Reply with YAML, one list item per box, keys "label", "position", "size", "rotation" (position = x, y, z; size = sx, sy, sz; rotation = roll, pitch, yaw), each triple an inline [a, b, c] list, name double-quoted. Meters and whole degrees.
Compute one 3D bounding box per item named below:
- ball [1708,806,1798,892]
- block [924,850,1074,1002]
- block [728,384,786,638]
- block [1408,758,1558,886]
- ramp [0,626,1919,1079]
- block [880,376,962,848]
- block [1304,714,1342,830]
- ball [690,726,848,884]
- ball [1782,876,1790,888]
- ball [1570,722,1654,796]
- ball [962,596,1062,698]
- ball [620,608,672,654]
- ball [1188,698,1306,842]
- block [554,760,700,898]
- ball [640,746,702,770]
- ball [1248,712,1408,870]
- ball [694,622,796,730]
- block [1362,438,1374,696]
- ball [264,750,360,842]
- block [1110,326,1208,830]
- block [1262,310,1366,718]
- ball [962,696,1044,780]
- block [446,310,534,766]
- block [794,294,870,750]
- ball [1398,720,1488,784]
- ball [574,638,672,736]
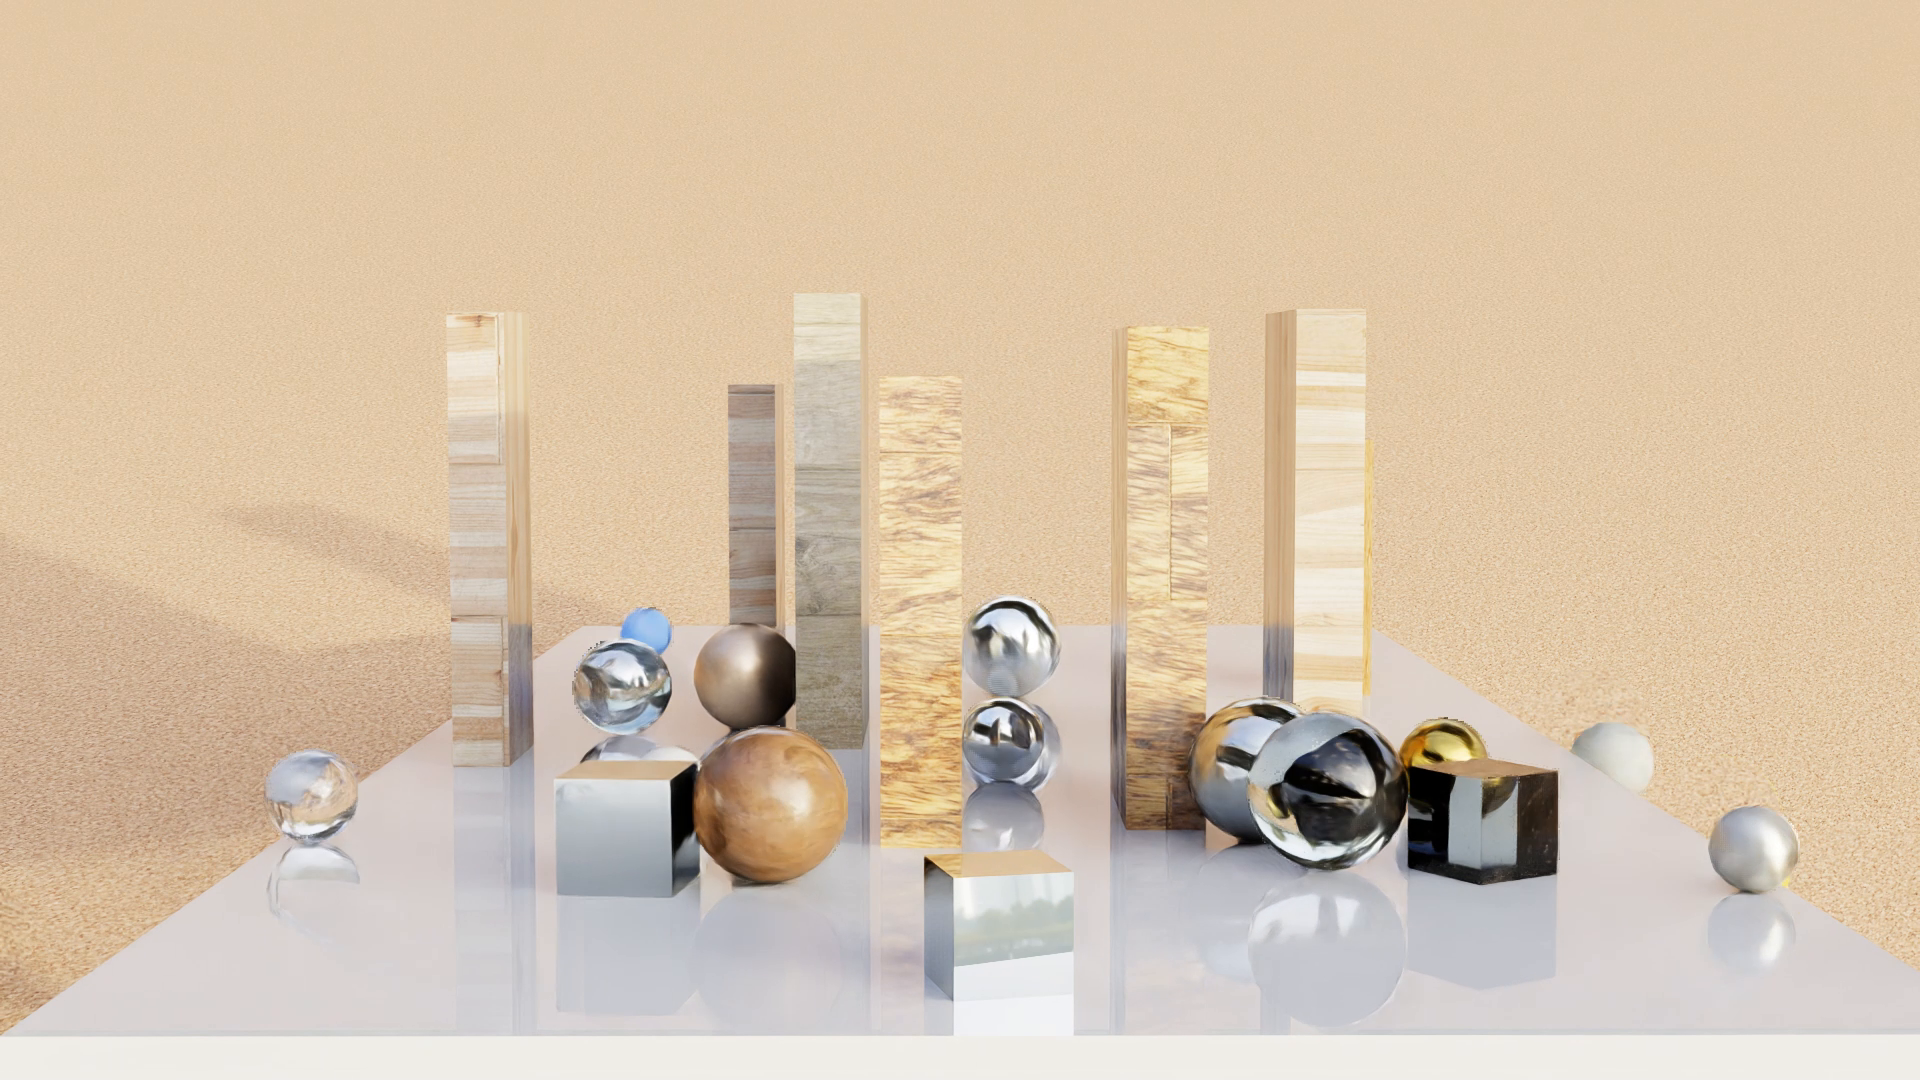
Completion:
- label: "ball"
  position: [0.999, 0.389, 3.231]
  size: [0.108, 0.108, 0.108]
  rotation: [0, 19, 0]
- label: "block"
  position: [0.040, 0.411, 2.750]
  size: [0.130, 0.130, 0.130]
  rotation: [-1, 4, -14]
- label: "block"
  position: [-0.384, 0.017, 4.875]
  size: [0.087, 0.626, 0.253]
  rotation: [0, 4, 0]
- label: "block"
  position: [0.685, 0.366, 3.360]
  size: [0.135, 0.135, 0.135]
  rotation: [-2, 5, -32]
- label: "ramp"
  position: [0.045, 0.404, 4.539]
  size: [2.000, 0.100, 4.000]
  rotation: [0, 4, 0]
- label: "block"
  position: [-0.054, 0.090, 3.663]
  size: [0.111, 0.647, 0.320]
  rotation: [0, 4, 0]
- label: "block"
  position: [0.482, 0.335, 3.735]
  size: [0.147, 0.147, 0.147]
  rotation: [1, 4, 8]
- label: "ball"
  position: [-0.245, 0.339, 3.289]
  size: [0.200, 0.200, 0.200]
  rotation: [0, 19, 0]
- label: "ball"
  position: [1.185, 0.497, 3.851]
  size: [0.117, 0.117, 0.117]
  rotation: [0, 19, 0]
- label: "ball"
  position: [1.181, 0.405, 4.651]
  size: [0.150, 0.150, 0.150]
  rotation: [0, 19, 0]
- label: "ball"
  position: [0.101, 0.213, 5.117]
  size: [0.203, 0.203, 0.203]
  rotation: [0, 19, 0]
- label: "ball"
  position: [-0.709, 0.211, 5.794]
  size: [0.115, 0.115, 0.115]
  rotation: [0, 19, 0]
- label: "ball"
  position: [0.418, 0.319, 3.567]
  size: [0.202, 0.202, 0.202]
  rotation: [0, 19, 0]
- label: "block"
  position: [-0.423, 0.367, 3.273]
  size: [0.148, 0.148, 0.148]
  rotation: [0, 5, 7]
- label: "ball"
  position: [-0.423, 0.355, 3.725]
  size: [0.111, 0.111, 0.111]
  rotation: [0, 19, 0]
- label: "ball"
  position: [0.483, 0.329, 3.372]
  size: [0.208, 0.208, 0.208]
  rotation: [0, 19, 0]
- label: "ball"
  position: [-0.386, 0.248, 4.666]
  size: [0.195, 0.195, 0.195]
  rotation: [0, 19, 0]
- label: "block"
  position: [0.770, 0.046, 5.271]
  size: [0.109, 0.514, 0.274]
  rotation: [0, 4, 0]
- label: "ball"
  position: [-0.901, 0.357, 3.569]
  size: [0.127, 0.127, 0.127]
  rotation: [0, 19, 0]
- label: "block"
  position: [0.293, 0.044, 3.820]
  size: [0.114, 0.716, 0.369]
  rotation: [0, 4, 0]
- label: "block"
  position: [0.596, -0.010, 4.348]
  size: [0.112, 0.751, 0.415]
  rotation: [0, 4, 0]
- label: "ball"
  position: [0.068, 0.317, 4.098]
  size: [0.134, 0.134, 0.134]
  rotation: [0, 19, 0]
- label: "block"
  position: [-0.792, -0.008, 4.339]
  size: [0.093, 0.751, 0.247]
  rotation: [0, 4, 0]
- label: "block"
  position: [-0.227, -0.043, 4.601]
  size: [0.114, 0.784, 0.399]
  rotation: [0, 4, 0]
- label: "ball"
  position: [0.720, 0.335, 3.826]
  size: [0.135, 0.135, 0.135]
  rotation: [0, 19, 0]
- label: "ball"
  position: [-0.604, 0.263, 4.601]
  size: [0.173, 0.173, 0.173]
  rotation: [0, 19, 0]
